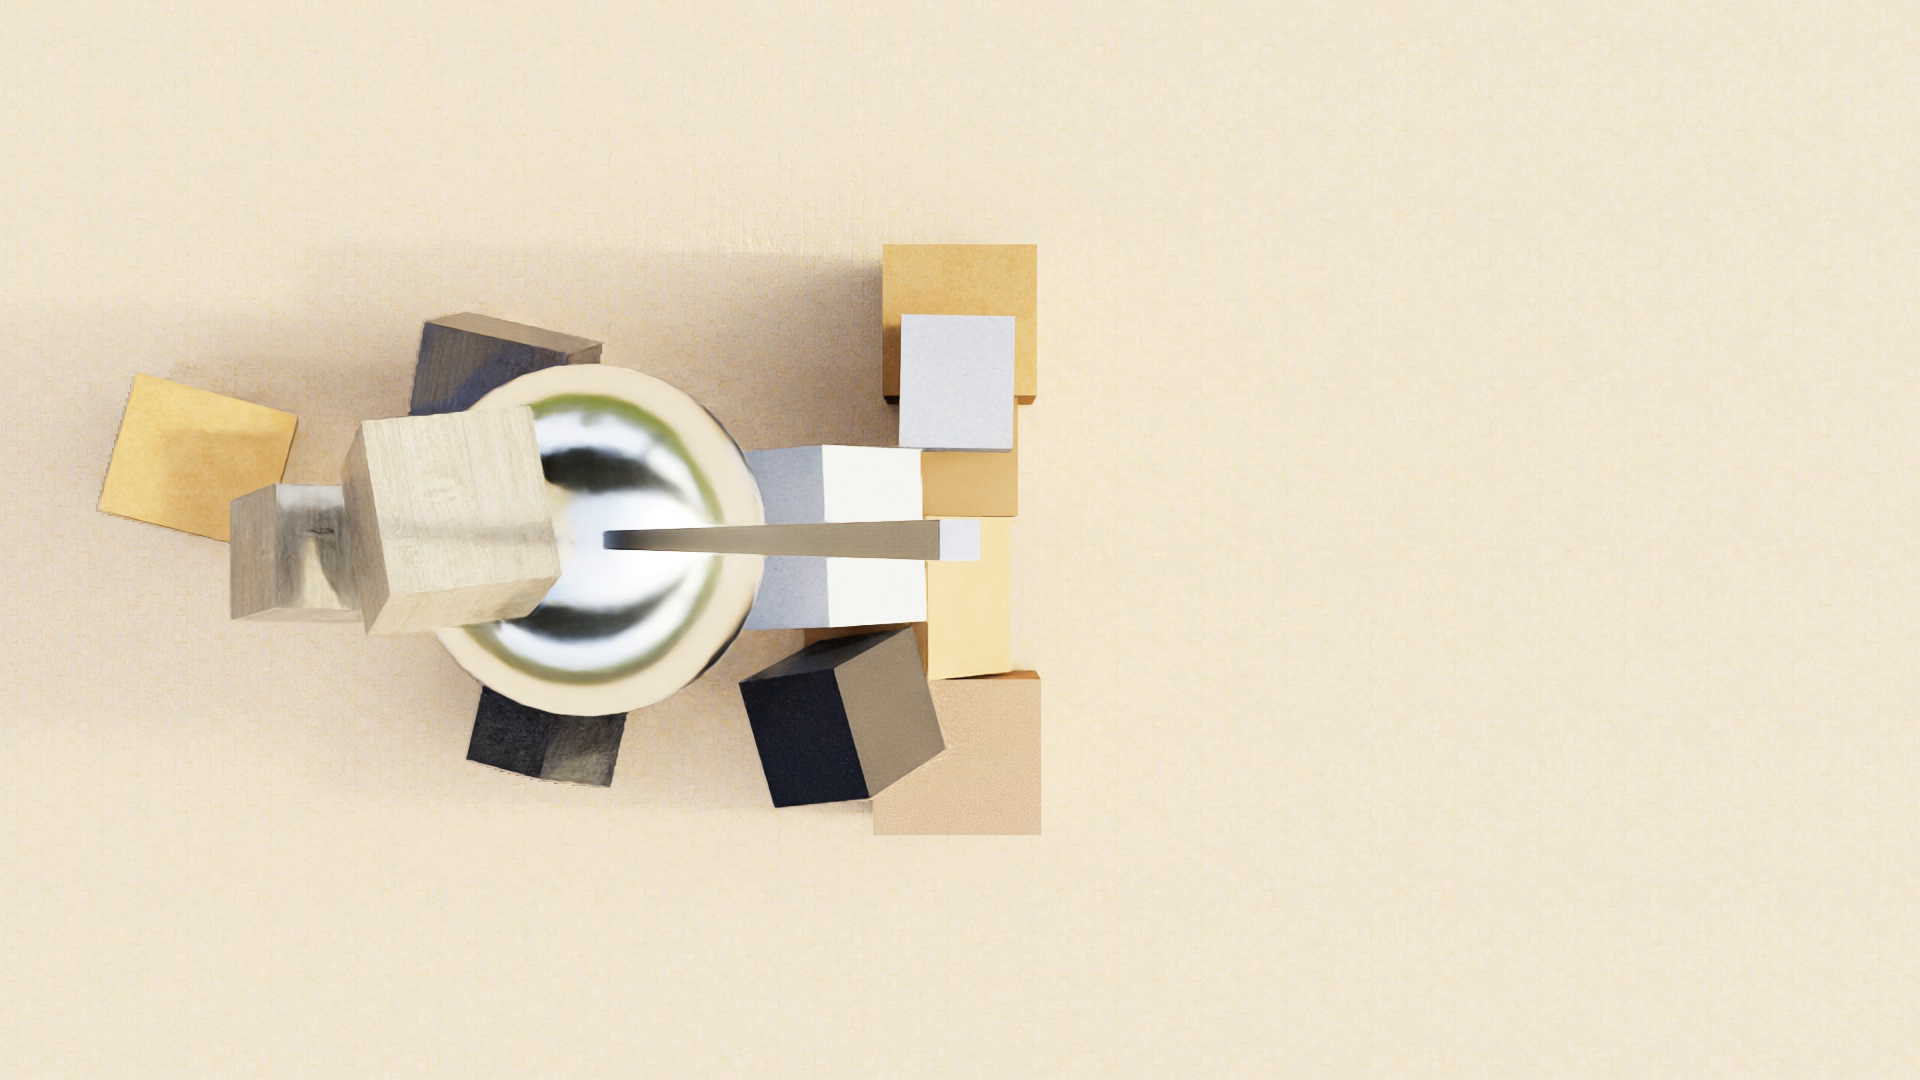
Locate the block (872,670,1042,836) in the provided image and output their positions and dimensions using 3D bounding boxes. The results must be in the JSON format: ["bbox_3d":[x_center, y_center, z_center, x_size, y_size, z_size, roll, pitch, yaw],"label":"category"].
[{"bbox_3d":[-0.016,1.203,12.580,0.931,0.840,0.861,0,90,0],"label":"block"}]

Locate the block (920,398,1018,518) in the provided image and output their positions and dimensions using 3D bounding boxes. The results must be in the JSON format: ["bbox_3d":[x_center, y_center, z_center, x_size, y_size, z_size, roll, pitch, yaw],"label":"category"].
[{"bbox_3d":[-0.007,-0.463,12.623,0.660,0.754,0.658,0,90,0],"label":"block"}]

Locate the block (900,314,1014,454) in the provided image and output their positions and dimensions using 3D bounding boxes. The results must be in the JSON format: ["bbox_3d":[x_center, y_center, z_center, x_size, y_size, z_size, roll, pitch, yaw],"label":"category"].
[{"bbox_3d":[-0.015,-0.833,11.844,0.595,0.588,0.695,1,90,0],"label":"block"}]

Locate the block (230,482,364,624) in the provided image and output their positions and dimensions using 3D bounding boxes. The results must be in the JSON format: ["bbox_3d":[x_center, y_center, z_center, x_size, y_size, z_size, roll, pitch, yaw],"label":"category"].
[{"bbox_3d":[-2.845,0.069,9.697,0.561,0.542,0.534,3,80,-38],"label":"block"}]

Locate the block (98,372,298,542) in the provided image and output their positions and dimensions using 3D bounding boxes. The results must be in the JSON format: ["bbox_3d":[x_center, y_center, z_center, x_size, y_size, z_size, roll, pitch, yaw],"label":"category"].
[{"bbox_3d":[-4.285,-0.422,12.438,0.865,0.832,0.771,15,85,-16],"label":"block"}]

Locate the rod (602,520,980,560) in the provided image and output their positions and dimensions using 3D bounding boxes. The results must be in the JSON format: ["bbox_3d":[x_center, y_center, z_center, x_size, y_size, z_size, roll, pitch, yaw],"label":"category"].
[{"bbox_3d":[-0.727,0.000,6.703,0.080,5.200,0.080,0,90,-16],"label":"rod"}]

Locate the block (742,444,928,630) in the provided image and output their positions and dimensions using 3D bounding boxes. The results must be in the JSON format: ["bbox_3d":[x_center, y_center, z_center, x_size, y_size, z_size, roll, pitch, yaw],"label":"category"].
[{"bbox_3d":[-0.831,-0.001,11.705,0.935,0.902,0.919,-3,89,32],"label":"block"}]

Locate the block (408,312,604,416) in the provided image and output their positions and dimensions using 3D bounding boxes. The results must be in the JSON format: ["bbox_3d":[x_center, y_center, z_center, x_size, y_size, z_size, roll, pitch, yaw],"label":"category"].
[{"bbox_3d":[-2.593,-0.818,12.539,0.829,0.758,0.752,13,101,3],"label":"block"}]

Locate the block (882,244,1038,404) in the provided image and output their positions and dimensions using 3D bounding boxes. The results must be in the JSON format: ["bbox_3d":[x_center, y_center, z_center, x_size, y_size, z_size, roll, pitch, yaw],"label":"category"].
[{"bbox_3d":[-0.001,-1.216,12.569,0.853,0.862,0.833,0,90,0],"label":"block"}]

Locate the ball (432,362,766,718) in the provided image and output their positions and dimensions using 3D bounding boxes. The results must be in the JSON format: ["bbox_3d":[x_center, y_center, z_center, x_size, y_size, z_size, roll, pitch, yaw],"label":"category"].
[{"bbox_3d":[-1.678,0.000,9.967,1.600,1.600,1.600,0,90,0],"label":"ball"}]

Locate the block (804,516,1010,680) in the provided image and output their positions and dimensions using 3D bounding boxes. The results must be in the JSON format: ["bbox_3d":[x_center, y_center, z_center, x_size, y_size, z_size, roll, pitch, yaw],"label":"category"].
[{"bbox_3d":[-0.292,0.316,12.414,0.824,0.868,0.882,-1,90,32],"label":"block"}]

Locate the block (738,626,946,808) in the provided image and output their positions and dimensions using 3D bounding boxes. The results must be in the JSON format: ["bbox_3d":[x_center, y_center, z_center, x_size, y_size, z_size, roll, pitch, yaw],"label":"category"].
[{"bbox_3d":[-0.618,0.938,11.698,0.631,0.759,0.700,-10,99,33],"label":"block"}]

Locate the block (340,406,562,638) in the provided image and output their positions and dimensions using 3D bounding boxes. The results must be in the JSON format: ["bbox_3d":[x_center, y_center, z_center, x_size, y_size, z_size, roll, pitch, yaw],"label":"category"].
[{"bbox_3d":[-2.039,-0.069,8.756,0.660,0.650,0.696,-7,77,-25],"label":"block"}]

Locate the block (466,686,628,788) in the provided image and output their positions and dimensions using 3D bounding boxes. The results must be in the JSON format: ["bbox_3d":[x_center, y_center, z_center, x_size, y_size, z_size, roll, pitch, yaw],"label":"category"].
[{"bbox_3d":[-2.335,1.029,12.568,0.561,0.617,0.621,10,85,32],"label":"block"}]
